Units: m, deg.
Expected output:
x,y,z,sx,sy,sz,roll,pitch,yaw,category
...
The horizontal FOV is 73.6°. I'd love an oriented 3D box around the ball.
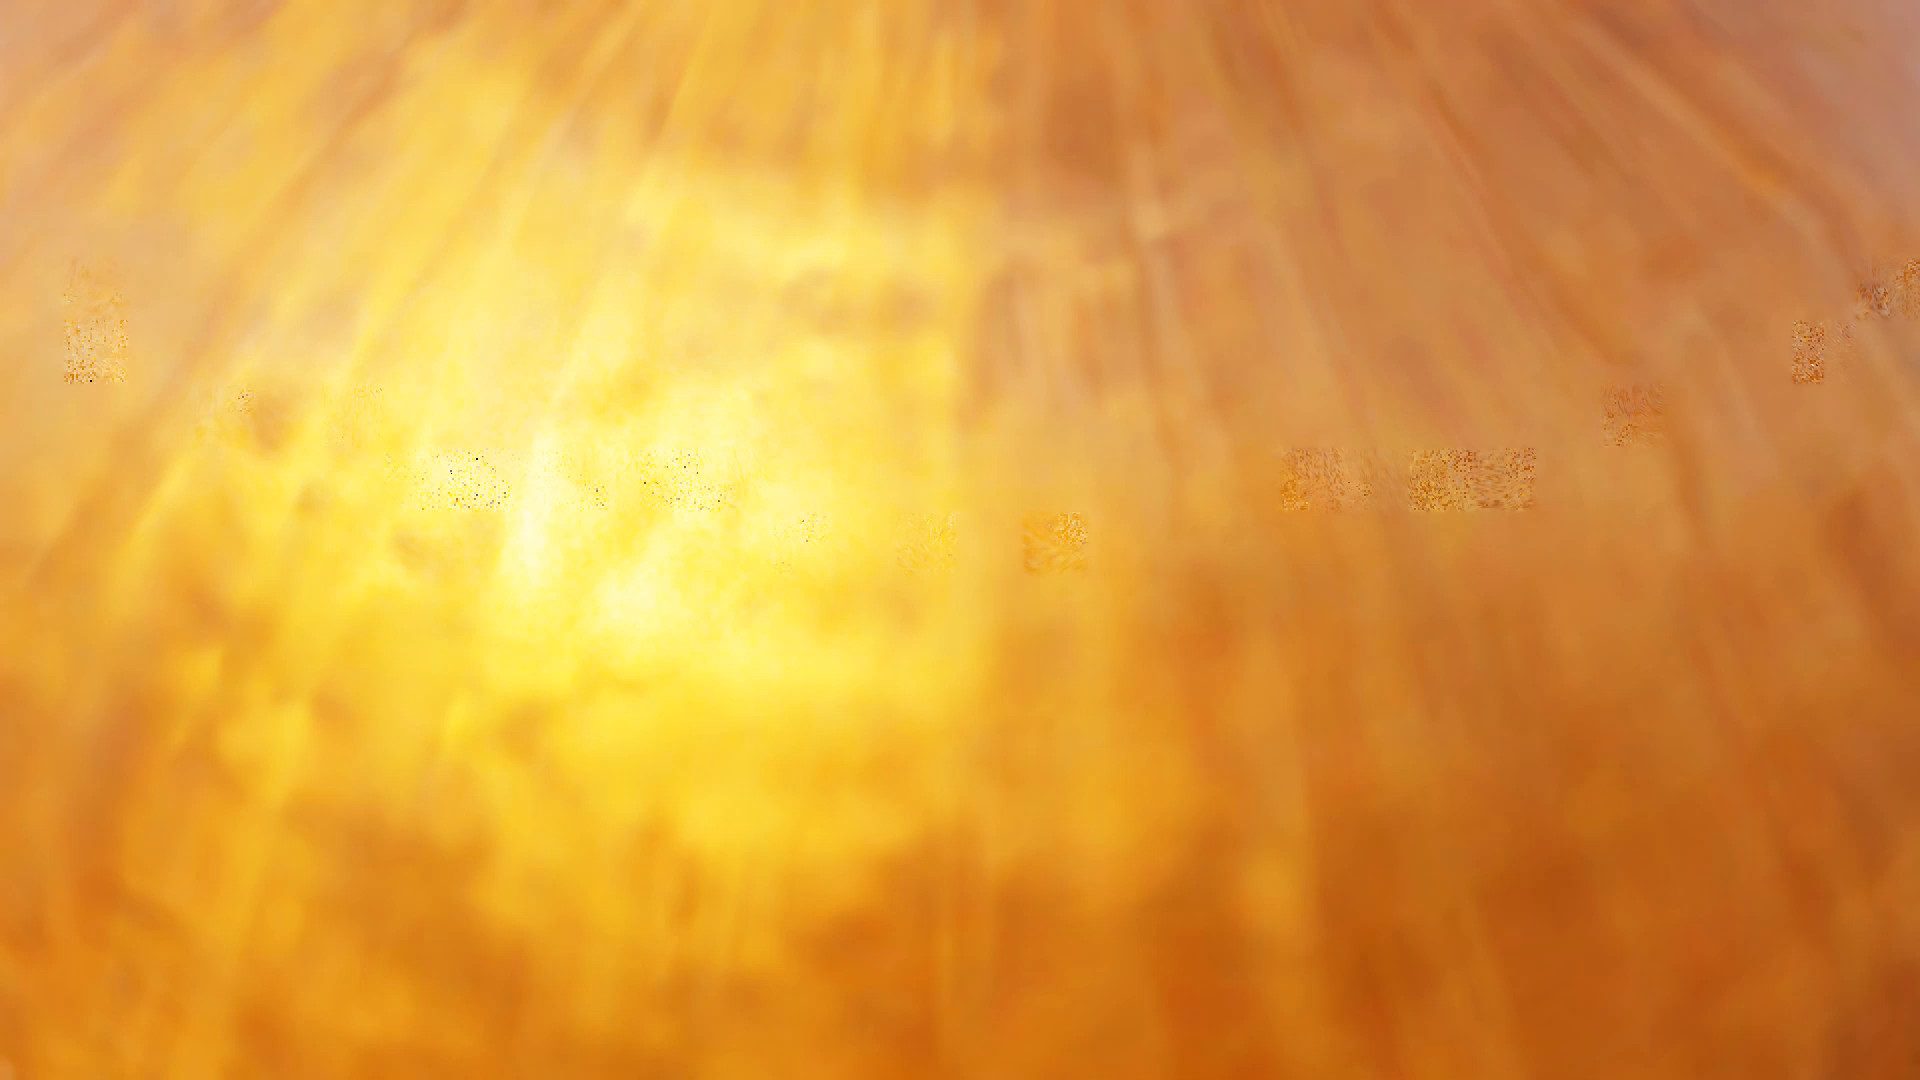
x,y,z,sx,sy,sz,roll,pitch,yaw,category
0.000,-0.002,0.056,0.080,0.080,0.080,0,4,0,ball
